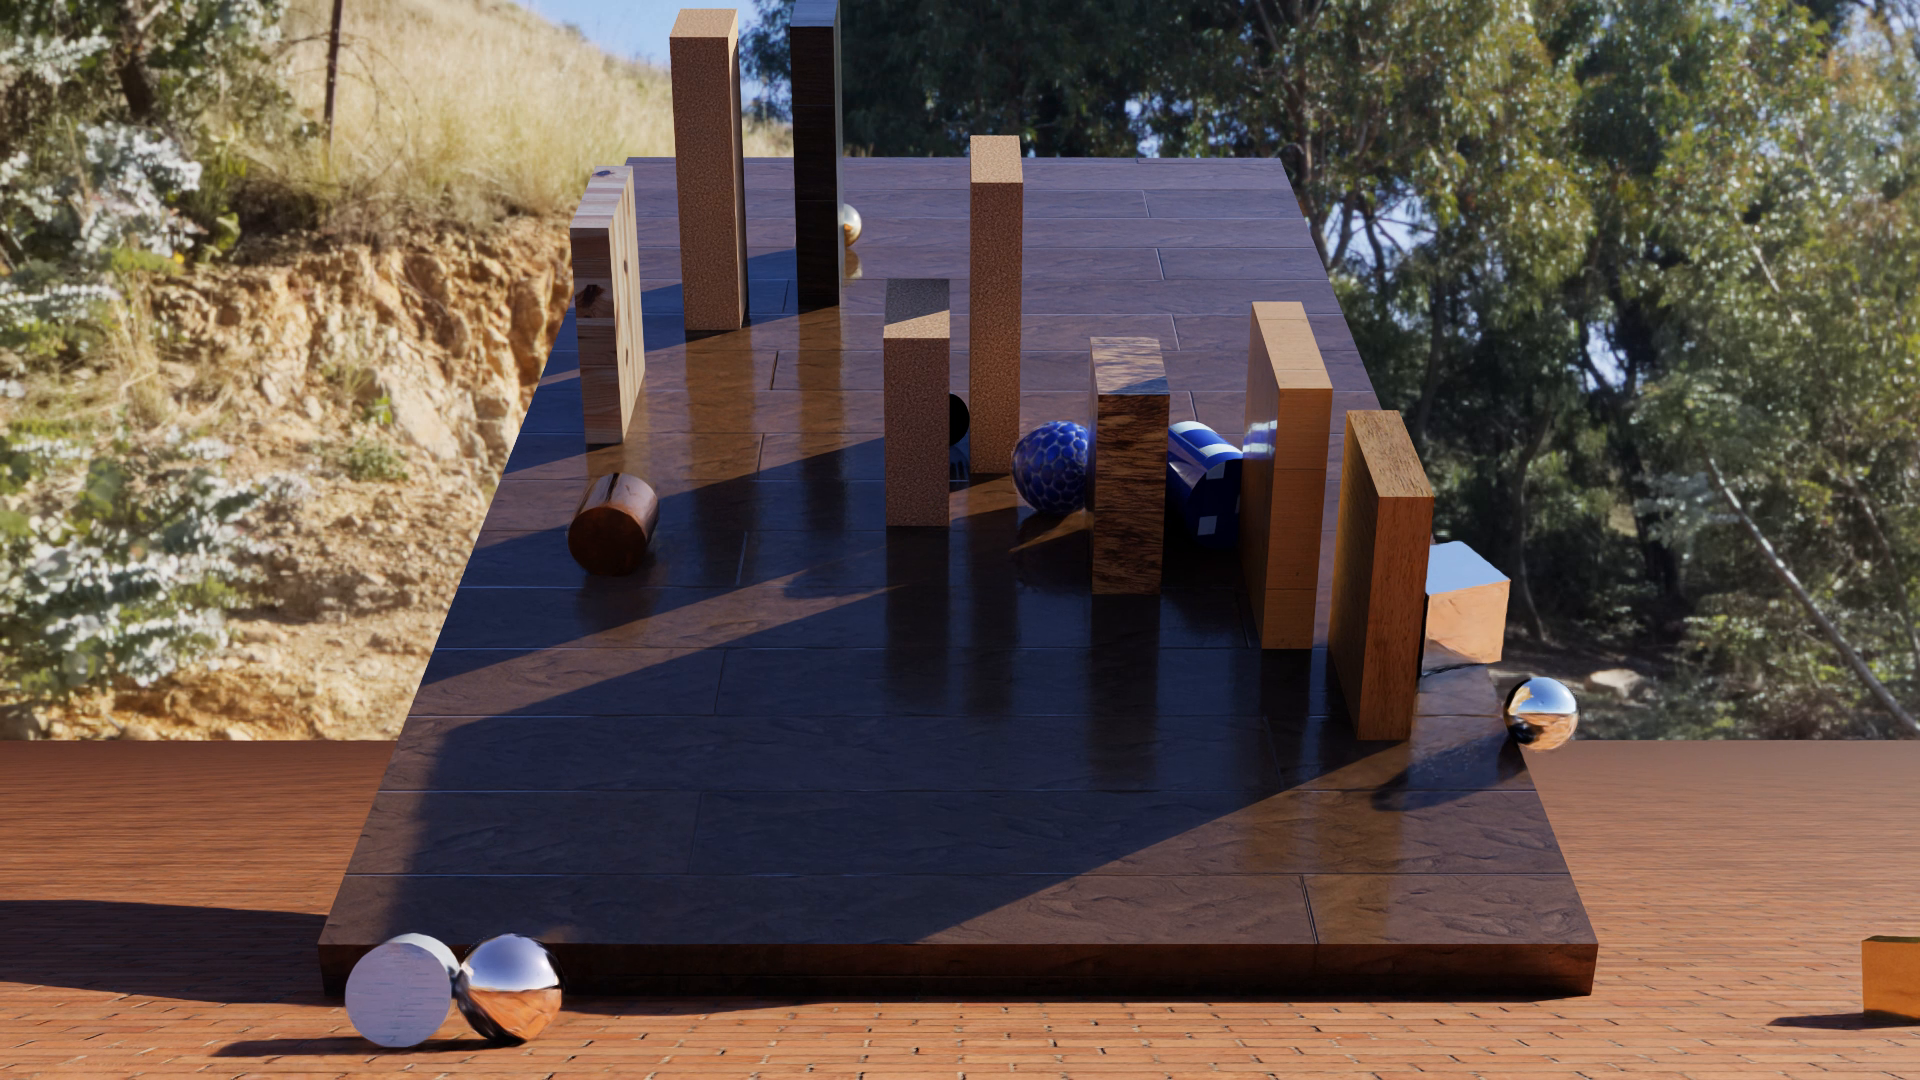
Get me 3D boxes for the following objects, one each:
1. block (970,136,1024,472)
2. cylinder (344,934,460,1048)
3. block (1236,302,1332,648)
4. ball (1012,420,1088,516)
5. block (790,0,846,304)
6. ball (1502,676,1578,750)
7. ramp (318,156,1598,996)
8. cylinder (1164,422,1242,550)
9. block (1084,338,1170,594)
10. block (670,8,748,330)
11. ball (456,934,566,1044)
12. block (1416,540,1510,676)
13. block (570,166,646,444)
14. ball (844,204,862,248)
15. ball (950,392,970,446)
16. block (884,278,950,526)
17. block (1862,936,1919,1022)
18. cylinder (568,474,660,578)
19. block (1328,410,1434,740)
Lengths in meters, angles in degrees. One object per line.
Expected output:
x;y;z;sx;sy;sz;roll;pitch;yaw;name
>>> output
0.076;-0.521;5.232;0.107;0.669;0.327;0;27;0;block
-0.746;0.604;3.184;0.138;0.138;0.138;0;-5;-6;cylinder
0.626;-0.131;4.607;0.097;0.541;0.435;0;27;0;block
0.211;-0.153;5.023;0.202;0.202;0.202;0;-5;0;ball
-0.367;-1.021;6.152;0.108;0.730;0.375;0;27;0;block
1.035;0.309;4.220;0.132;0.132;0.132;0;-5;0;ball
-0.010;-0.227;5.503;2.000;0.100;4.000;0;27;0;ramp
0.510;-0.116;4.950;0.204;0.204;0.204;3;23;-28;cylinder
0.332;-0.151;4.763;0.137;0.434;0.292;0;27;0;block
-0.625;-0.927;5.944;0.141;0.749;0.271;0;27;0;block
-0.603;0.601;3.179;0.145;0.145;0.145;0;-5;0;ball
0.914;0.129;4.501;0.174;0.174;0.174;-10;28;-18;block
-0.807;-0.547;5.451;0.085;0.514;0.435;0;27;0;block
-0.331;-0.864;6.512;0.126;0.126;0.126;0;-5;0;ball
-0.043;-0.272;5.337;0.130;0.130;0.130;0;-5;0;ball
-0.090;-0.298;5.059;0.134;0.426;0.344;0;27;0;block
1.385;0.640;3.451;0.113;0.113;0.113;-3;-5;31;block
-0.704;-0.031;4.824;0.158;0.158;0.158;0;27;4;cylinder
0.758;0.060;4.293;0.095;0.483;0.365;0;27;0;block
